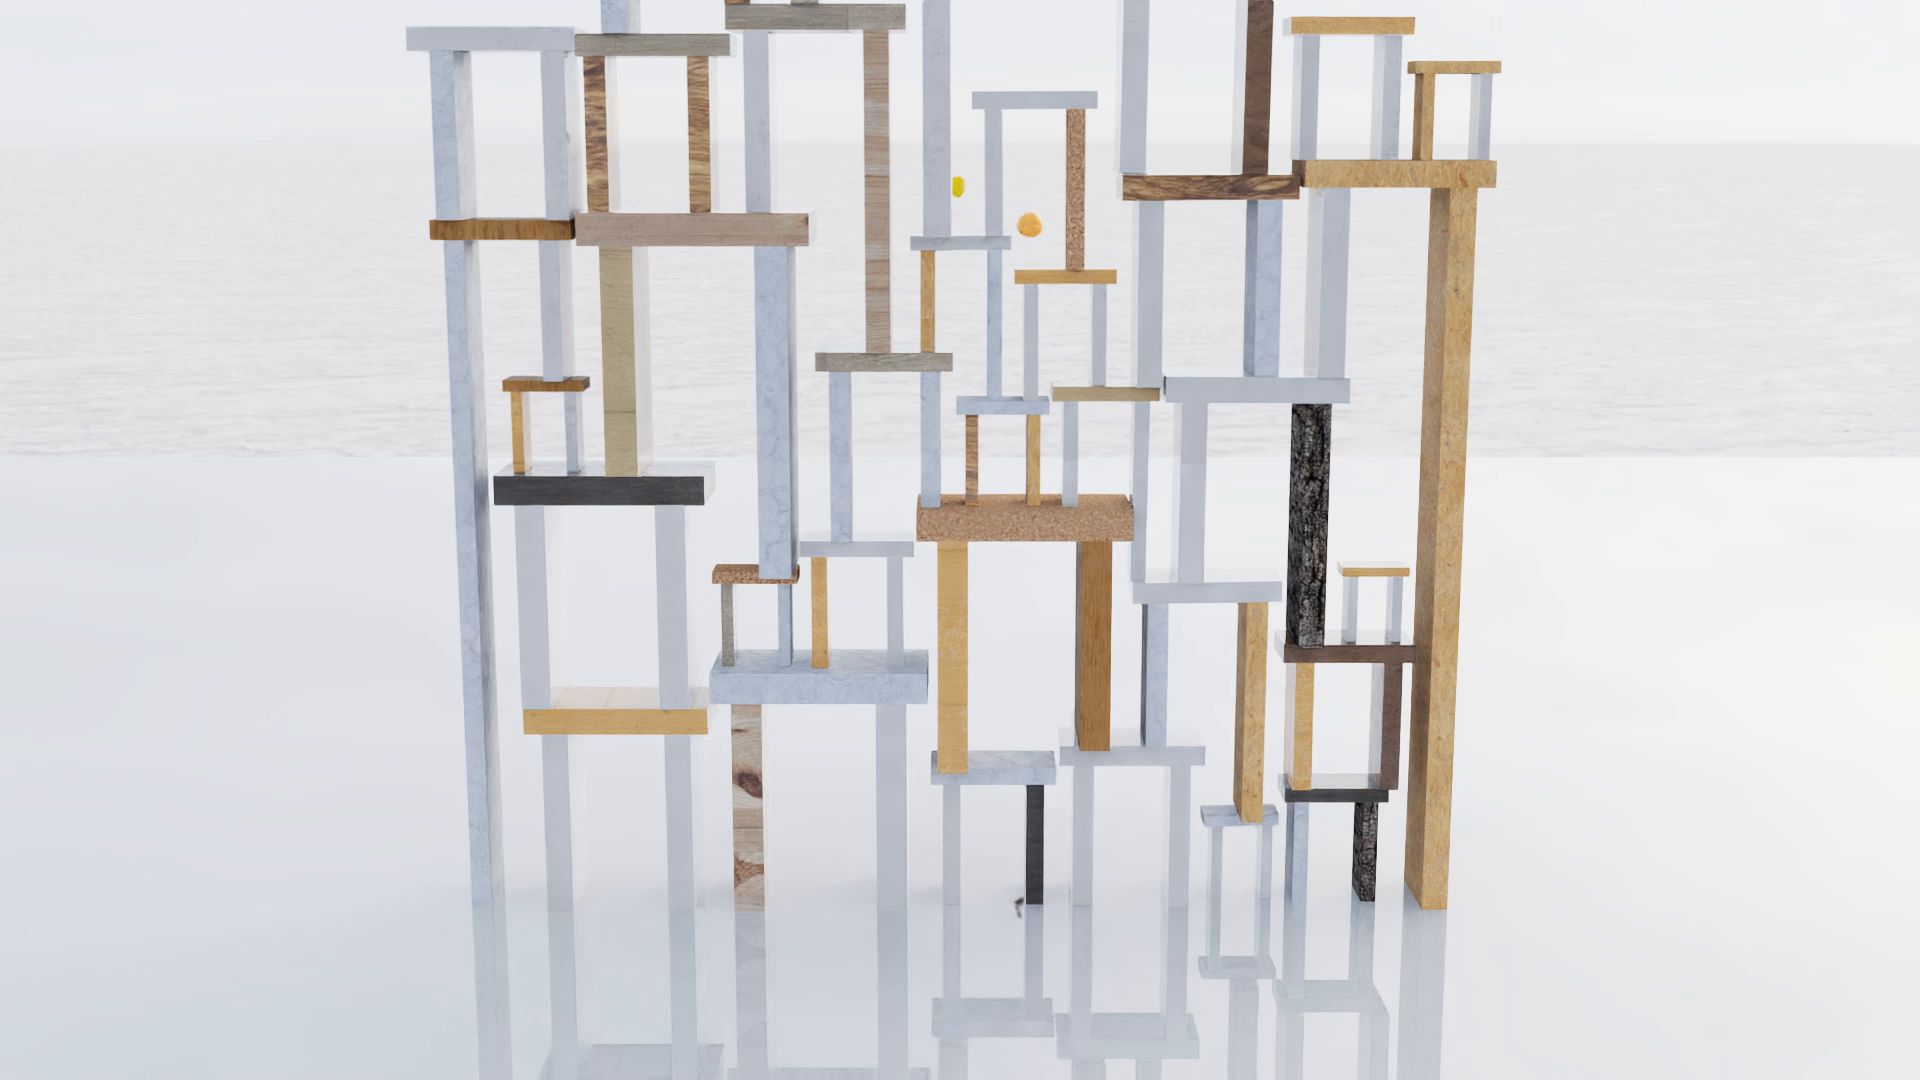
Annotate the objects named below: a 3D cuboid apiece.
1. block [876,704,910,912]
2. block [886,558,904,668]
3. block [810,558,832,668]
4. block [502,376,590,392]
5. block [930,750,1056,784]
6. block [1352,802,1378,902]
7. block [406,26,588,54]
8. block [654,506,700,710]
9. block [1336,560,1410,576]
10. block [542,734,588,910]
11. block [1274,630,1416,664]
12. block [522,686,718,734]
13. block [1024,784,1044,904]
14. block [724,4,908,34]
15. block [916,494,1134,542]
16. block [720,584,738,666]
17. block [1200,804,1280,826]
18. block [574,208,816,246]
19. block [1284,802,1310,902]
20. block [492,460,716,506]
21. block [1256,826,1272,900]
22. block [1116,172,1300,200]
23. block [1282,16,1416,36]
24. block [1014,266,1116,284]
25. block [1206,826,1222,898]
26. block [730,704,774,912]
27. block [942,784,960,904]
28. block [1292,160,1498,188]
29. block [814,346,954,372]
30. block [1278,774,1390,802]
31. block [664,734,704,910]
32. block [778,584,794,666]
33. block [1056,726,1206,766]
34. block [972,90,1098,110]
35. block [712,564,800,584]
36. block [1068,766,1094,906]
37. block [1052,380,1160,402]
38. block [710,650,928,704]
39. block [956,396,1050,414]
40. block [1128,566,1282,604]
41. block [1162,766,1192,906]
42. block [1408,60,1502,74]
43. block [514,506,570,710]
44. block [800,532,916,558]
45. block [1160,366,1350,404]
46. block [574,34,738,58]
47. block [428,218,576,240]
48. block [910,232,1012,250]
[{"bbox_3d":[-0.111,0.418,3.639,0.049,0.348,0.174,0,11,0],"label":"block"},{"bbox_3d":[-0.104,0.109,3.580,0.026,0.183,0.091,0,11,0],"label":"block"},{"bbox_3d":[-0.226,0.109,3.580,0.026,0.183,0.091,0,11,0],"label":"block"},{"bbox_3d":[-0.660,-0.249,3.509,0.128,0.018,0.064,0,11,1],"label":"block"},{"bbox_3d":[0.054,0.375,3.628,0.204,0.029,0.102,0,11,0],"label":"block"},{"bbox_3d":[0.674,0.506,3.657,0.024,0.170,0.085,0,11,0],"label":"block"},{"bbox_3d":[-0.718,-0.777,3.418,0.257,0.036,0.128,0,10,-1],"label":"block"},{"bbox_3d":[-0.458,0.094,3.581,0.047,0.332,0.166,0,11,0],"label":"block"},{"bbox_3d":[0.670,0.047,3.563,0.108,0.015,0.054,0,11,0],"label":"block"},{"bbox_3d":[-0.653,0.445,3.638,0.042,0.296,0.148,0,11,0],"label":"block"},{"bbox_3d":[0.628,0.174,3.595,0.213,0.030,0.107,0,11,0],"label":"block"},{"bbox_3d":[-0.554,0.279,3.607,0.296,0.042,0.148,0,11,0],"label":"block"},{"bbox_3d":[0.123,0.490,3.649,0.029,0.204,0.102,0,11,0],"label":"block"},{"bbox_3d":[-0.220,-0.809,3.413,0.275,0.039,0.138,0,11,0],"label":"block"},{"bbox_3d":[0.102,-0.037,3.553,0.343,0.049,0.171,0,11,0],"label":"block"},{"bbox_3d":[-0.376,0.132,3.585,0.019,0.137,0.068,0,11,0],"label":"block"},{"bbox_3d":[0.464,0.457,3.651,0.123,0.017,0.062,-1,11,0],"label":"block"},{"bbox_3d":[-0.412,-0.494,3.471,0.359,0.051,0.180,0,11,0],"label":"block"},{"bbox_3d":[0.560,0.506,3.657,0.024,0.170,0.085,0,11,0],"label":"block"},{"bbox_3d":[-0.569,-0.093,3.546,0.332,0.047,0.166,0,11,0],"label":"block"},{"bbox_3d":[0.506,0.529,3.662,0.017,0.123,0.062,0,11,0],"label":"block"},{"bbox_3d":[0.387,-0.556,3.459,0.274,0.039,0.137,0,11,0],"label":"block"},{"bbox_3d":[0.603,-0.797,3.416,0.190,0.027,0.095,0,11,0],"label":"block"},{"bbox_3d":[0.166,-0.419,3.482,0.160,0.023,0.080,0,11,0],"label":"block"},{"bbox_3d":[0.424,0.528,3.663,0.017,0.123,0.062,0,10,0],"label":"block"},{"bbox_3d":[-0.343,0.418,3.639,0.049,0.348,0.174,0,11,0],"label":"block"},{"bbox_3d":[-0.014,0.490,3.650,0.029,0.204,0.102,0,11,0],"label":"block"},{"bbox_3d":[0.678,-0.575,3.449,0.293,0.042,0.147,0,11,0],"label":"block"},{"bbox_3d":[-0.119,-0.289,3.506,0.217,0.031,0.108,0,11,0],"label":"block"},{"bbox_3d":[0.617,0.410,3.639,0.170,0.024,0.085,0,11,0],"label":"block"},{"bbox_3d":[-0.455,0.445,3.638,0.042,0.296,0.148,0,10,0],"label":"block"},{"bbox_3d":[-0.284,0.132,3.584,0.019,0.137,0.068,0,11,0],"label":"block"},{"bbox_3d":[0.280,0.340,3.627,0.237,0.034,0.118,0,11,0],"label":"block"},{"bbox_3d":[0.116,-0.685,3.427,0.194,0.027,0.097,0,11,1],"label":"block"},{"bbox_3d":[-0.330,0.055,3.569,0.137,0.019,0.068,0,11,0],"label":"block"},{"bbox_3d":[0.201,0.473,3.651,0.034,0.237,0.118,0,11,0],"label":"block"},{"bbox_3d":[0.231,-0.238,3.511,0.169,0.024,0.085,0,11,1],"label":"block"},{"bbox_3d":[-0.227,0.223,3.603,0.348,0.049,0.174,0,11,0],"label":"block"},{"bbox_3d":[0.068,-0.216,3.517,0.148,0.021,0.074,0,11,0],"label":"block"},{"bbox_3d":[0.396,0.073,3.567,0.238,0.034,0.119,-1,11,1],"label":"block"},{"bbox_3d":[0.359,0.473,3.651,0.034,0.237,0.118,0,11,0],"label":"block"},{"bbox_3d":[0.769,-0.735,3.422,0.132,0.019,0.066,0,11,0],"label":"block"},{"bbox_3d":[-0.680,0.094,3.581,0.047,0.332,0.166,0,11,0],"label":"block"},{"bbox_3d":[-0.165,0.007,3.561,0.183,0.026,0.091,0,11,0],"label":"block"},{"bbox_3d":[0.466,-0.247,3.512,0.289,0.041,0.144,0,10,0],"label":"block"},{"bbox_3d":[-0.470,-0.767,3.417,0.237,0.034,0.118,0,11,0],"label":"block"},{"bbox_3d":[-0.714,-0.492,3.473,0.220,0.031,0.110,0,10,0],"label":"block"},{"bbox_3d":[0.001,-0.472,3.476,0.158,0.022,0.079,0,11,0],"label":"block"}]
